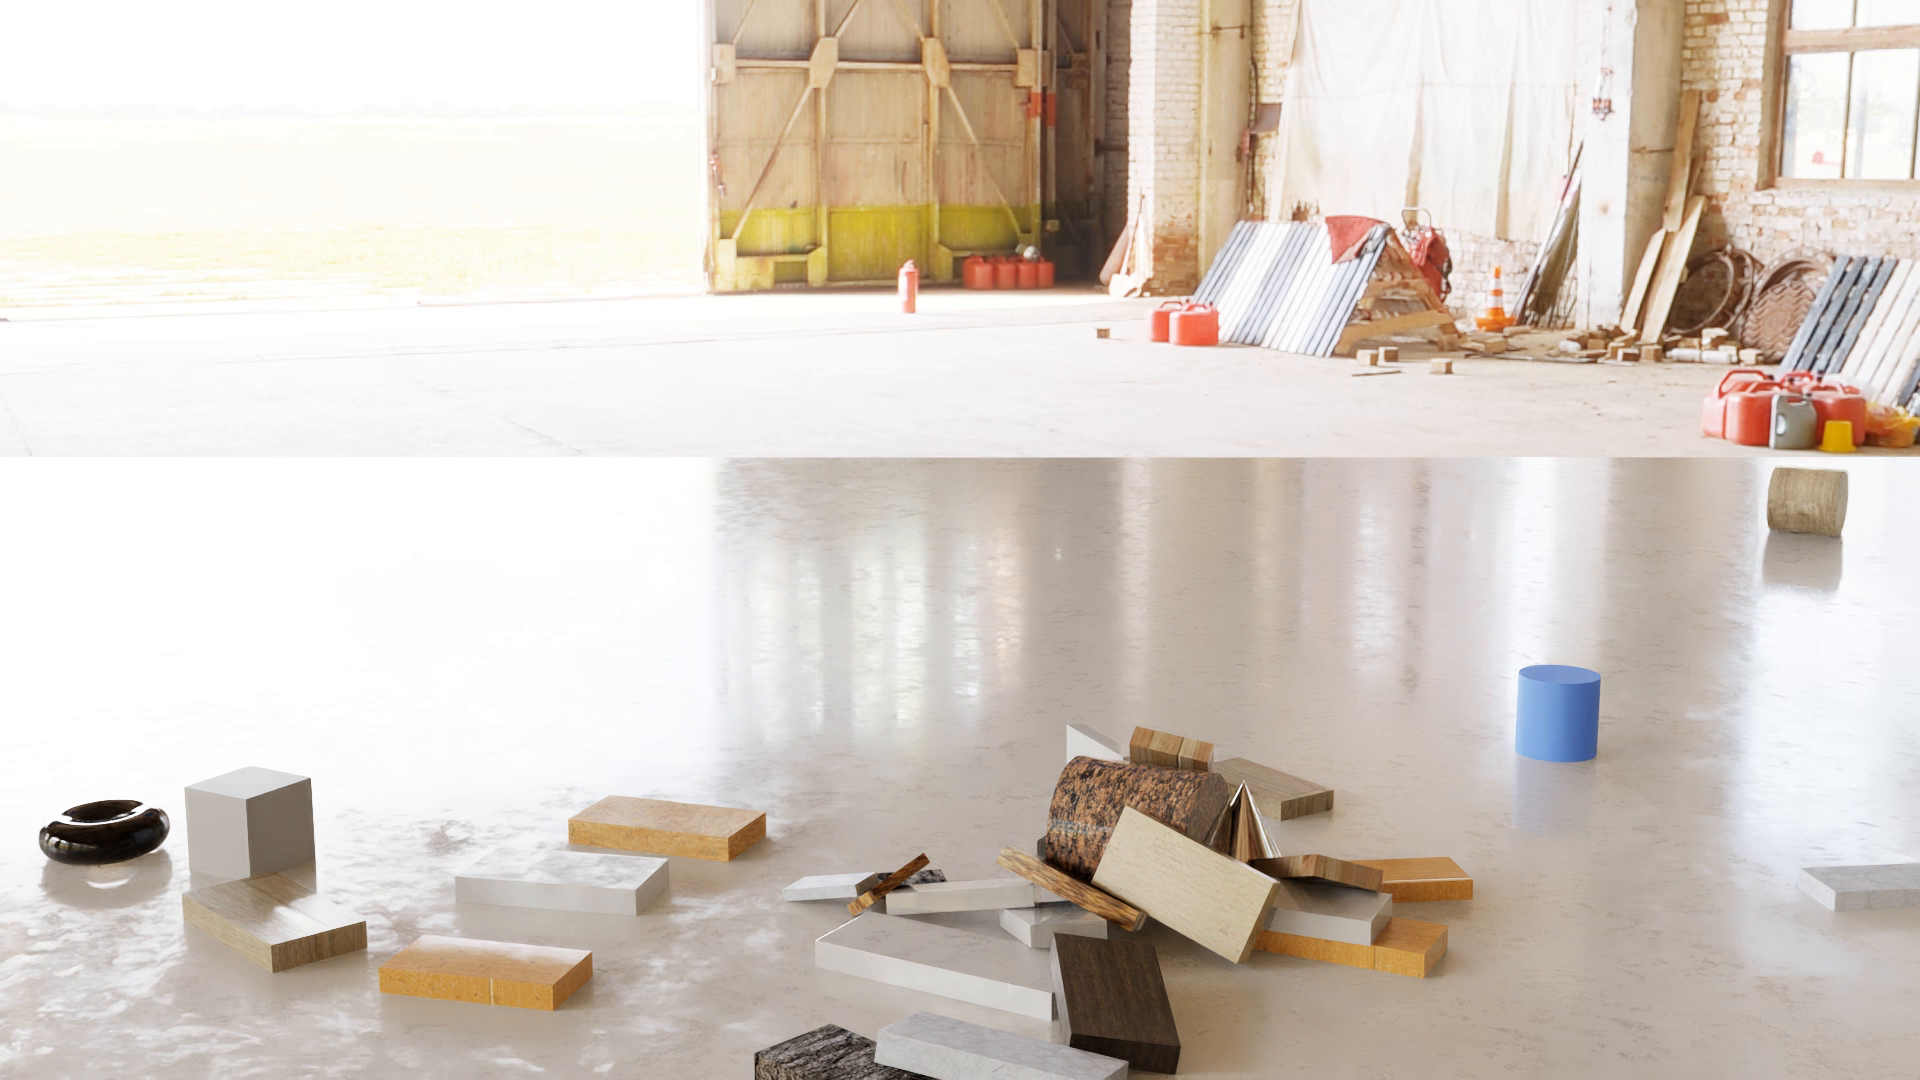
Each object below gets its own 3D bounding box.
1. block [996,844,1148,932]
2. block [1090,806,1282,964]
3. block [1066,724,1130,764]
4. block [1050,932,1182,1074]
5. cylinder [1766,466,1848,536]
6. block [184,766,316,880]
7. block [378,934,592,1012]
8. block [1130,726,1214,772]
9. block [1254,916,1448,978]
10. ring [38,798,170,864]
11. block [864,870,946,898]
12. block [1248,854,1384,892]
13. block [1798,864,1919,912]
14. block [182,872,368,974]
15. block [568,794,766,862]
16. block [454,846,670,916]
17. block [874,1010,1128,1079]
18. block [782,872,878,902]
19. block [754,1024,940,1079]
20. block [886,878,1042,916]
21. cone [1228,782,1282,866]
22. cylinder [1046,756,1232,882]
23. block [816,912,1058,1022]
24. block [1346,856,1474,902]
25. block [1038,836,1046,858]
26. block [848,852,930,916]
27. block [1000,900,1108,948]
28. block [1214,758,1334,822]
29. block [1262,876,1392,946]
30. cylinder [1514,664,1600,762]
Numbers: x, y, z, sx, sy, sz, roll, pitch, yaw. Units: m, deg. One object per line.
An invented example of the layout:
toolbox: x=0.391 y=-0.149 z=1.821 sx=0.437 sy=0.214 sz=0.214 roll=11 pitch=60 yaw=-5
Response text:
block: x=0.178 y=0.549 z=3.476 sx=0.236 sy=0.033 sz=0.118 roll=25 pitch=-3 yaw=15
block: x=0.348 y=0.532 z=3.406 sx=0.271 sy=0.135 sz=0.038 roll=25 pitch=3 yaw=30
block: x=0.269 y=0.436 z=4.167 sx=0.034 sy=0.120 sz=0.240 roll=-4 pitch=11 yaw=-22
block: x=0.214 y=0.648 z=3.096 sx=0.150 sy=0.042 sz=0.300 roll=8 pitch=16 yaw=-5
cylinder: x=2.681 y=-0.124 z=6.955 sx=0.206 sy=0.206 sz=0.206 roll=6 pitch=12 yaw=31
block: x=-1.227 y=0.490 z=3.803 sx=0.148 sy=0.148 sz=0.148 roll=6 pitch=12 yaw=29
block: x=-0.705 y=0.643 z=3.276 sx=0.278 sy=0.039 sz=0.139 roll=3 pitch=11 yaw=14
block: x=0.361 y=0.420 z=3.718 sx=0.133 sy=0.266 sz=0.038 roll=12 pitch=53 yaw=16
block: x=0.606 y=0.617 z=3.417 sx=0.271 sy=0.038 sz=0.135 roll=5 pitch=12 yaw=27
ring: x=-1.509 y=0.514 z=3.880 sx=0.219 sy=0.073 sz=0.219 roll=-1 pitch=11 yaw=0
block: x=-0.096 y=0.577 z=3.684 sx=0.141 sy=0.020 sz=0.071 roll=-2 pitch=11 yaw=-10
block: x=0.567 y=0.540 z=3.538 sx=0.119 sy=0.034 sz=0.238 roll=15 pitch=-15 yaw=-16
block: x=1.555 y=0.575 z=3.654 sx=0.277 sy=0.034 sz=0.120 roll=-1 pitch=11 yaw=-6
block: x=-1.088 y=0.602 z=3.483 sx=0.158 sy=0.045 sz=0.315 roll=-10 pitch=14 yaw=-42
block: x=-0.525 y=0.516 z=3.947 sx=0.315 sy=0.045 sz=0.158 roll=4 pitch=11 yaw=19
block: x=-0.661 y=0.568 z=3.667 sx=0.315 sy=0.045 sz=0.157 roll=2 pitch=11 yaw=12
block: x=0.056 y=0.686 z=2.889 sx=0.300 sy=0.042 sz=0.150 roll=9 pitch=2 yaw=20
block: x=-0.214 y=0.572 z=3.629 sx=0.141 sy=0.020 sz=0.071 roll=-8 pitch=5 yaw=28
block: x=-0.127 y=0.714 z=2.896 sx=0.278 sy=0.039 sz=0.139 roll=10 pitch=15 yaw=43
block: x=0.008 y=0.572 z=3.538 sx=0.236 sy=0.033 sz=0.118 roll=-5 pitch=-3 yaw=8
cone: x=0.476 y=0.492 z=3.699 sx=0.182 sy=0.182 sz=0.182 roll=0 pitch=11 yaw=0
cylinder: x=0.295 y=0.484 z=3.601 sx=0.235 sy=0.235 sz=0.235 roll=5 pitch=12 yaw=25
block: x=-0.006 y=0.636 z=3.304 sx=0.408 sy=0.042 sz=0.150 roll=6 pitch=12 yaw=30
block: x=0.723 y=0.570 z=3.682 sx=0.239 sy=0.034 sz=0.119 roll=-1 pitch=11 yaw=-7
block: x=0.283 y=0.542 z=3.825 sx=0.266 sy=0.038 sz=0.133 roll=5 pitch=12 yaw=27
block: x=-0.116 y=0.562 z=3.592 sx=0.141 sy=0.020 sz=0.071 roll=-28 pitch=-9 yaw=-48
block: x=0.142 y=0.595 z=3.415 sx=0.118 sy=0.033 sz=0.236 roll=-2 pitch=-2 yaw=-10
block: x=0.571 y=0.473 z=4.194 sx=0.133 sy=0.038 sz=0.265 roll=-7 pitch=13 yaw=-34
block: x=0.526 y=0.574 z=3.439 sx=0.271 sy=0.038 sz=0.135 roll=5 pitch=12 yaw=24
cylinder: x=1.222 y=0.353 z=4.497 sx=0.163 sy=0.163 sz=0.163 roll=0 pitch=11 yaw=0
